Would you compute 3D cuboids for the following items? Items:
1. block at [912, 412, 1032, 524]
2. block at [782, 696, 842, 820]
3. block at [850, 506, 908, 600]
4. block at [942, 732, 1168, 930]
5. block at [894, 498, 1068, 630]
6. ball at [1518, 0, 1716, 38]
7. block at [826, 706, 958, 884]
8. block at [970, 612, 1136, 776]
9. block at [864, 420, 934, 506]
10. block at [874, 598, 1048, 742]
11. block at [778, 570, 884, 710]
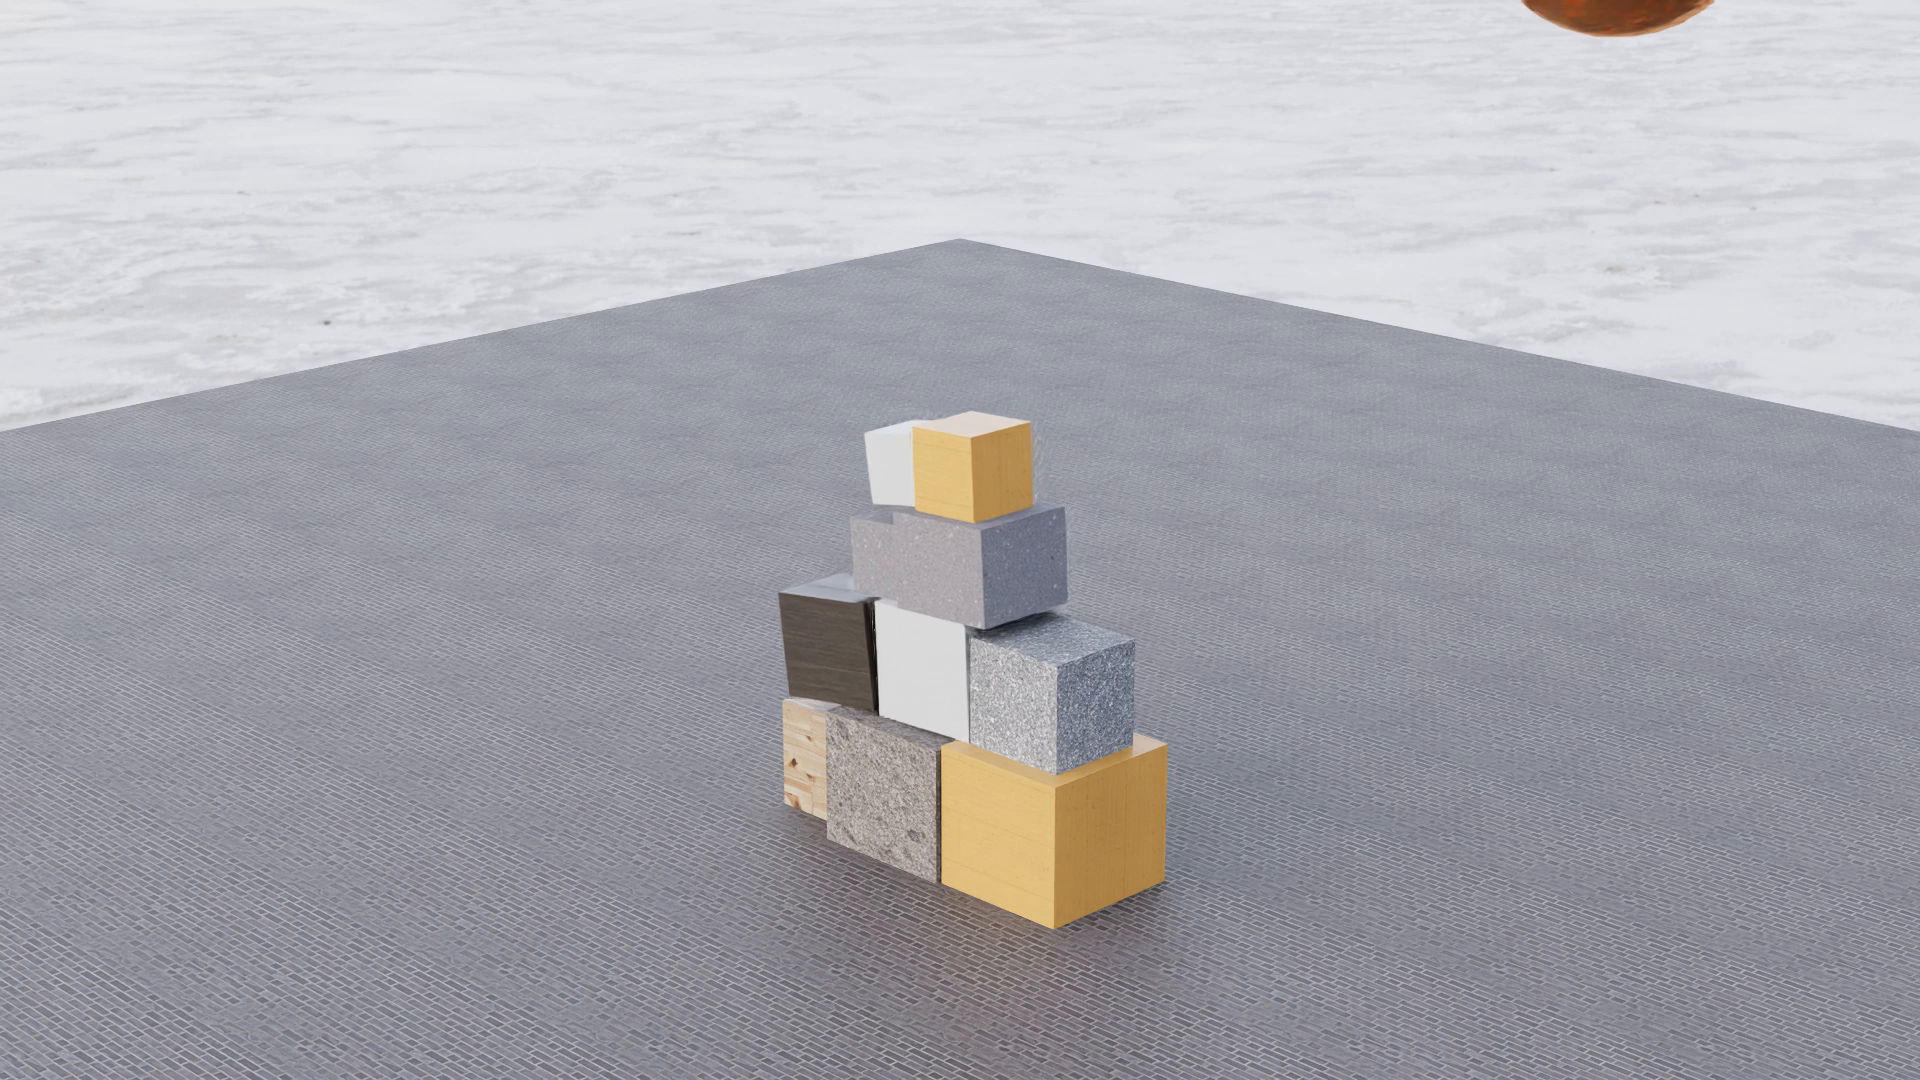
[{"bbox_3d":[0.056,-0.330,13.157,0.378,0.390,0.371,-17,21,-42],"label":"block"},{"bbox_3d":[-0.512,1.020,14.206,0.509,0.535,0.458,-17,24,-42],"label":"block"},{"bbox_3d":[-0.235,0.050,13.596,0.392,0.360,0.350,-17,18,-43],"label":"block"},{"bbox_3d":[0.425,1.241,13.279,0.739,0.670,0.702,-17,24,-42],"label":"block"},{"bbox_3d":[0.095,0.077,13.265,0.554,0.455,0.542,12,21,44],"label":"block"},{"bbox_3d":[3.610,-3.550,16.010,1.600,1.600,1.600,0,17,0],"label":"ball"},{"bbox_3d":[-0.076,1.094,13.787,0.824,0.647,0.735,-17,24,-42],"label":"block"},{"bbox_3d":[0.413,0.678,13.101,0.504,0.510,0.527,-17,24,-42],"label":"block"},{"bbox_3d":[-0.187,-0.355,13.441,0.334,0.331,0.327,-17,14,-43],"label":"block"},{"bbox_3d":[0.014,0.541,13.498,0.582,0.551,0.539,13,21,43],"label":"block"},{"bbox_3d":[-0.410,0.452,13.943,0.625,0.508,0.593,-17,16,-42],"label":"block"}]
